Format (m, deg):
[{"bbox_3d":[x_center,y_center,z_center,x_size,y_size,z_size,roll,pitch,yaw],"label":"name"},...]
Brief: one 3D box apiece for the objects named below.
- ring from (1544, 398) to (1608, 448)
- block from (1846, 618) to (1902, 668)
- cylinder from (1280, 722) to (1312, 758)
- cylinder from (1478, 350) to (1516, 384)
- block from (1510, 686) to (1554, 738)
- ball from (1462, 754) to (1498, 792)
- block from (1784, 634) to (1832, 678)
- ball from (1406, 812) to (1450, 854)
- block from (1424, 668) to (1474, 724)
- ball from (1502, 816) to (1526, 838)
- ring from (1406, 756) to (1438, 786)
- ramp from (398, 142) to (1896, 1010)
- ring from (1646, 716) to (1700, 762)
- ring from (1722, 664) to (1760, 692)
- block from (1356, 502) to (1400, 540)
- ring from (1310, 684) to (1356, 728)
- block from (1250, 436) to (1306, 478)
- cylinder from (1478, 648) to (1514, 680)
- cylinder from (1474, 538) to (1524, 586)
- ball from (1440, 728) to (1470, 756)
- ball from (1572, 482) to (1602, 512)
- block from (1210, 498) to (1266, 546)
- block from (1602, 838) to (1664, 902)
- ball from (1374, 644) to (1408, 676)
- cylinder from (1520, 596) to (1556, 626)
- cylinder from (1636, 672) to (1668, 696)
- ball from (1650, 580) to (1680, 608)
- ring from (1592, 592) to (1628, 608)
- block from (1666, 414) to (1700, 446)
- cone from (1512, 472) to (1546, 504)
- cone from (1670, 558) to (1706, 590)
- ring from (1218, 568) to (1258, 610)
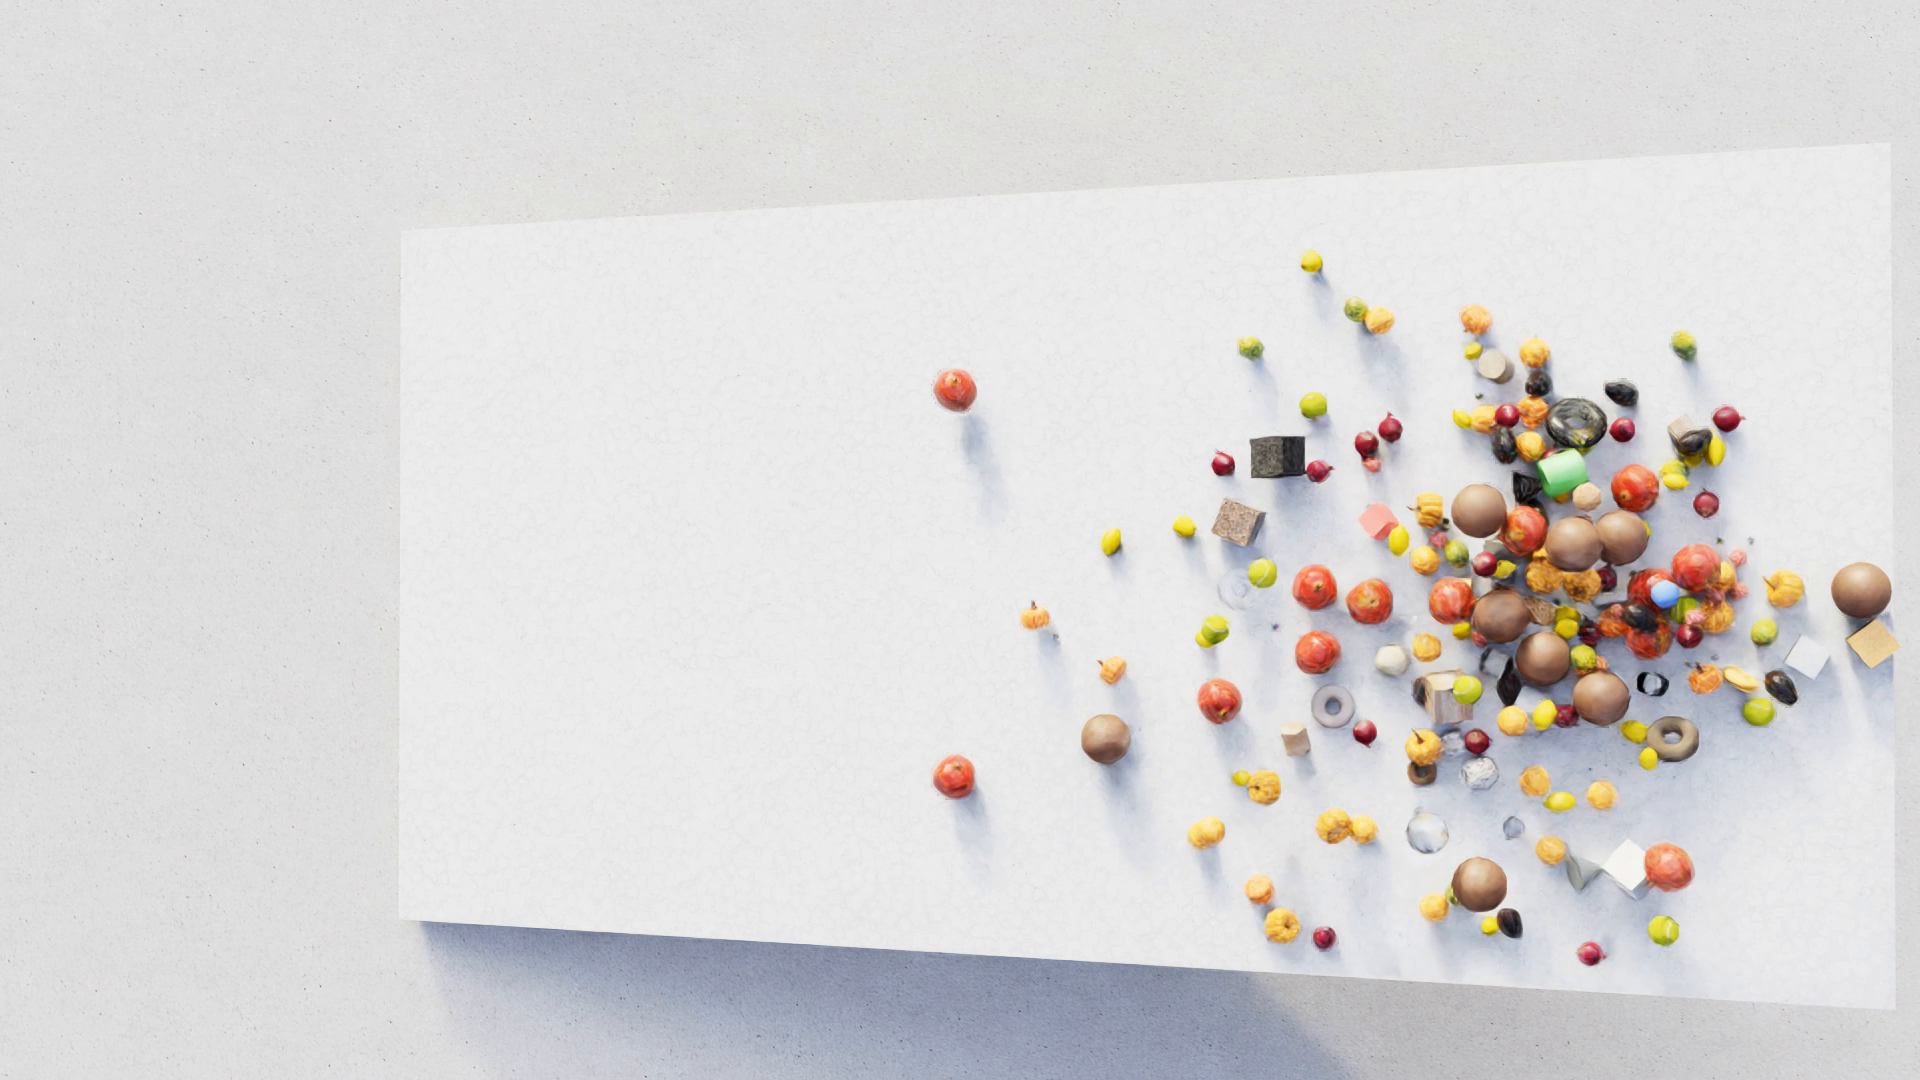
[{"bbox_3d":[1.470,-0.279,5.246,0.147,0.049,0.147,-3,51,4],"label":"ring"},{"bbox_3d":[2.093,0.237,5.043,0.082,0.082,0.082,-40,77,14],"label":"block"},{"bbox_3d":[0.836,0.495,5.471,0.065,0.065,0.065,-19,112,0],"label":"cylinder"},{"bbox_3d":[1.300,-0.419,5.327,0.069,0.069,0.069,-6,79,32],"label":"cylinder"},{"bbox_3d":[1.371,0.413,5.276,0.077,0.077,0.077,18,48,22],"label":"block"},{"bbox_3d":[1.260,0.564,5.326,0.088,0.088,0.088,0,89,0],"label":"ball"},{"bbox_3d":[1.962,0.270,5.092,0.075,0.075,0.075,32,99,17],"label":"block"},{"bbox_3d":[1.092,0.685,5.133,0.099,0.099,0.099,0,89,0],"label":"ball"},{"bbox_3d":[1.180,0.377,5.310,0.091,0.091,0.091,-7,114,-2],"label":"block"},{"bbox_3d":[1.339,0.695,5.314,0.053,0.053,0.053,0,89,0],"label":"ball"},{"bbox_3d":[1.136,0.568,5.403,0.075,0.025,0.075,-1,88,21],"label":"ring"},{"bbox_3d":[0.279,0.091,5.774,4.000,0.100,2.000,0,89,19],"label":"ramp"},{"bbox_3d":[1.670,0.466,5.152,0.121,0.040,0.121,-11,51,14],"label":"ring"},{"bbox_3d":[1.817,0.323,5.117,0.092,0.092,0.031,27,110,0],"label":"ring"},{"bbox_3d":[1.029,-0.045,5.405,0.062,0.062,0.062,-46,59,25],"label":"block"},{"bbox_3d":[0.927,0.414,5.471,0.112,0.037,0.112,0,91,23],"label":"ring"},{"bbox_3d":[0.792,-0.207,5.478,0.097,0.097,0.097,-4,88,44],"label":"block"},{"bbox_3d":[1.292,0.299,5.299,0.060,0.060,0.060,23,89,38],"label":"cylinder"},{"bbox_3d":[1.304,0.053,5.316,0.090,0.090,0.090,21,106,0],"label":"cylinder"},{"bbox_3d":[1.206,0.491,5.357,0.067,0.067,0.067,0,89,0],"label":"ball"},{"bbox_3d":[1.476,-0.101,5.176,0.067,0.067,0.067,0,89,0],"label":"ball"},{"bbox_3d":[0.700,-0.044,5.526,0.094,0.094,0.094,23,97,18],"label":"block"},{"bbox_3d":[1.587,0.779,5.182,0.092,0.092,0.092,-48,53,-2],"label":"block"},{"bbox_3d":[1.060,0.296,5.403,0.081,0.081,0.081,0,89,0],"label":"ball"},{"bbox_3d":[1.379,0.171,5.248,0.059,0.059,0.059,-8,108,-27],"label":"cylinder"},{"bbox_3d":[1.639,0.340,5.205,0.054,0.054,0.054,12,89,-41],"label":"cylinder"},{"bbox_3d":[1.637,0.126,5.104,0.065,0.065,0.065,0,89,0],"label":"ball"},{"bbox_3d":[1.547,0.143,5.233,0.086,0.086,0.029,0,79,0],"label":"ring"},{"bbox_3d":[1.710,-0.261,5.198,0.054,0.054,0.054,-38,78,15],"label":"block"},{"bbox_3d":[1.382,-0.129,5.301,0.083,0.083,0.083,-7,89,5],"label":"cone"},{"bbox_3d":[1.698,0.080,5.169,0.076,0.076,0.076,-2,89,-22],"label":"cone"},{"bbox_3d":[0.695,0.122,5.485,0.108,0.036,0.108,0,92,-12],"label":"ring"}]
